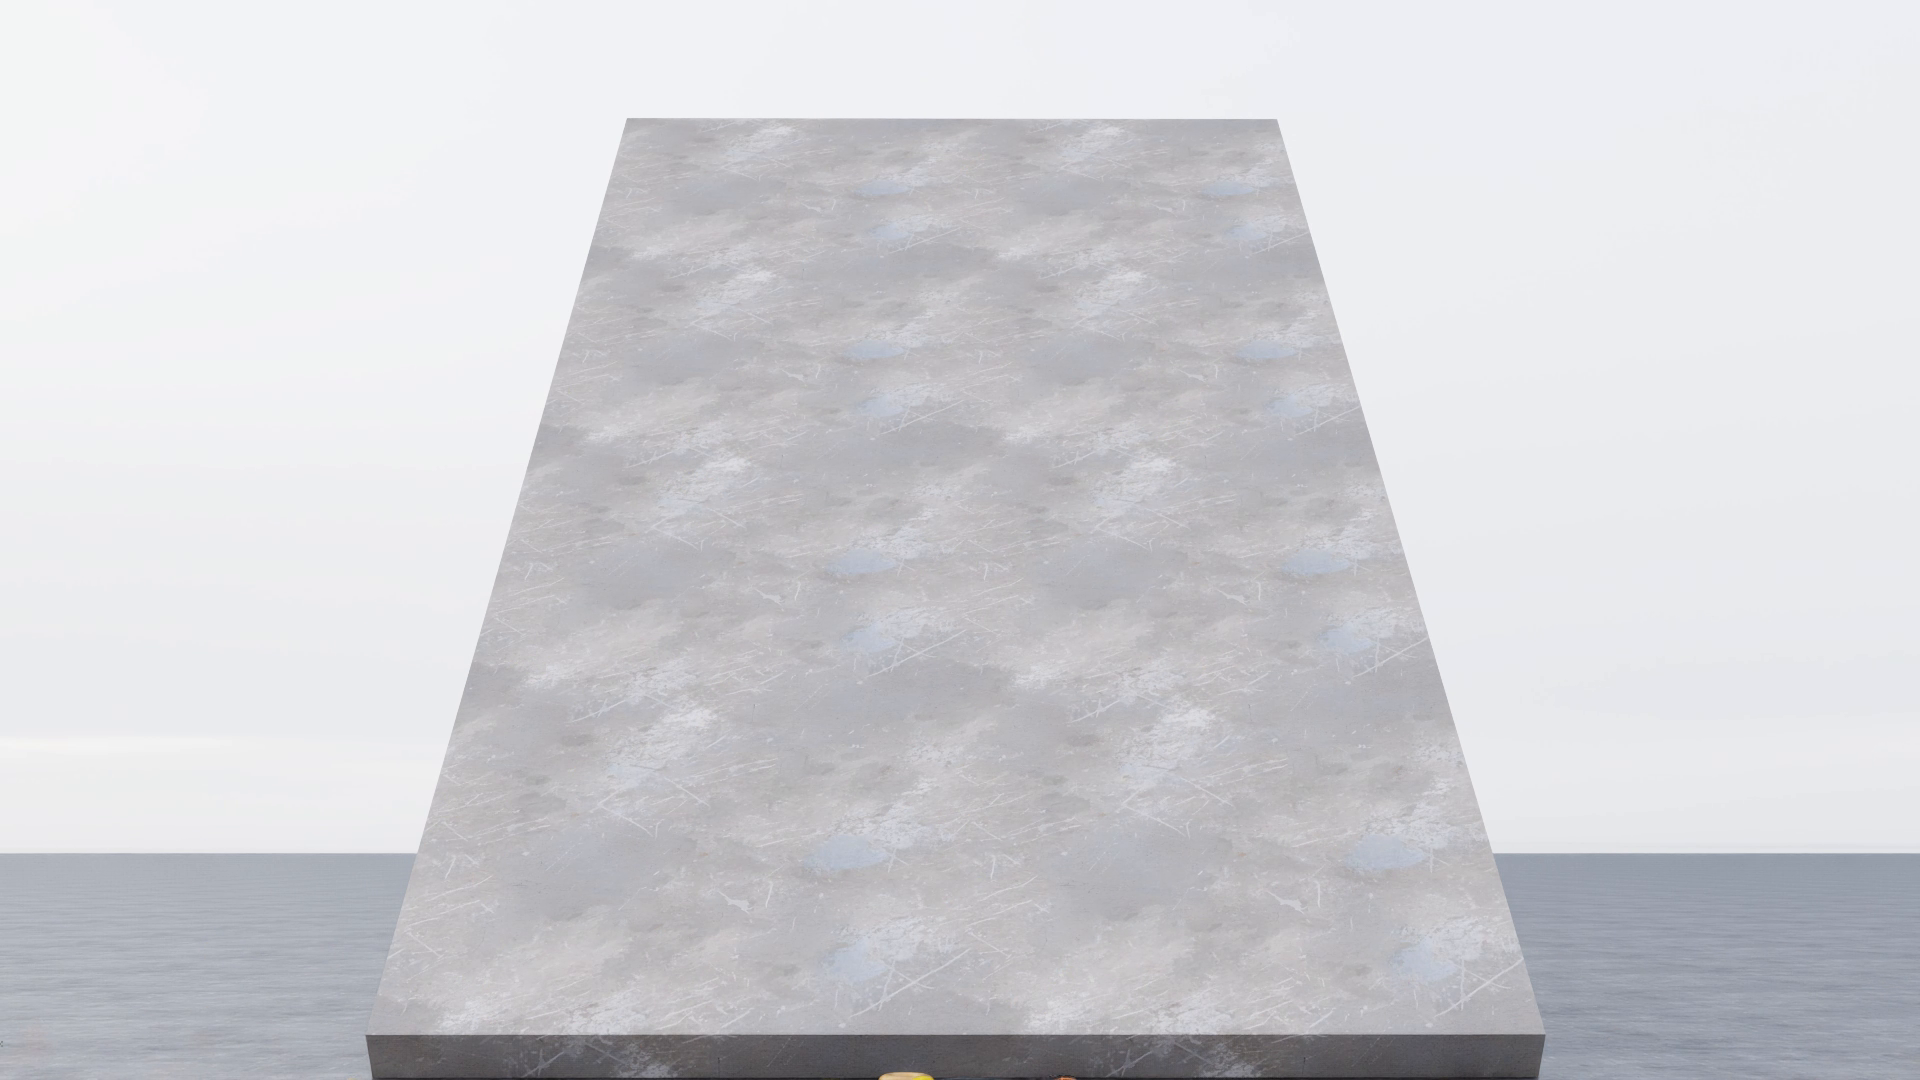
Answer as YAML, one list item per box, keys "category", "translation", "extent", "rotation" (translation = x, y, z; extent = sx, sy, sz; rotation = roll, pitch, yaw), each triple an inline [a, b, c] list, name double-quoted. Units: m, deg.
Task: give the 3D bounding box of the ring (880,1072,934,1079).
- category: "ring"
  translation: [-0.086, 0.872, 3.925]
  extent: [0.094, 0.031, 0.094]
  rotation: [1, -6, 0]

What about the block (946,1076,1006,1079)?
- category: "block"
  translation: [0.019, 0.737, 3.111]
  extent: [0.097, 0.097, 0.097]
  rotation: [-5, -9, 33]

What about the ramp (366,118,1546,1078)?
- category: "ramp"
  translation: [-0.015, -0.187, 5.867]
  extent: [2.000, 0.100, 4.000]
  rotation: [0, 32, 0]
